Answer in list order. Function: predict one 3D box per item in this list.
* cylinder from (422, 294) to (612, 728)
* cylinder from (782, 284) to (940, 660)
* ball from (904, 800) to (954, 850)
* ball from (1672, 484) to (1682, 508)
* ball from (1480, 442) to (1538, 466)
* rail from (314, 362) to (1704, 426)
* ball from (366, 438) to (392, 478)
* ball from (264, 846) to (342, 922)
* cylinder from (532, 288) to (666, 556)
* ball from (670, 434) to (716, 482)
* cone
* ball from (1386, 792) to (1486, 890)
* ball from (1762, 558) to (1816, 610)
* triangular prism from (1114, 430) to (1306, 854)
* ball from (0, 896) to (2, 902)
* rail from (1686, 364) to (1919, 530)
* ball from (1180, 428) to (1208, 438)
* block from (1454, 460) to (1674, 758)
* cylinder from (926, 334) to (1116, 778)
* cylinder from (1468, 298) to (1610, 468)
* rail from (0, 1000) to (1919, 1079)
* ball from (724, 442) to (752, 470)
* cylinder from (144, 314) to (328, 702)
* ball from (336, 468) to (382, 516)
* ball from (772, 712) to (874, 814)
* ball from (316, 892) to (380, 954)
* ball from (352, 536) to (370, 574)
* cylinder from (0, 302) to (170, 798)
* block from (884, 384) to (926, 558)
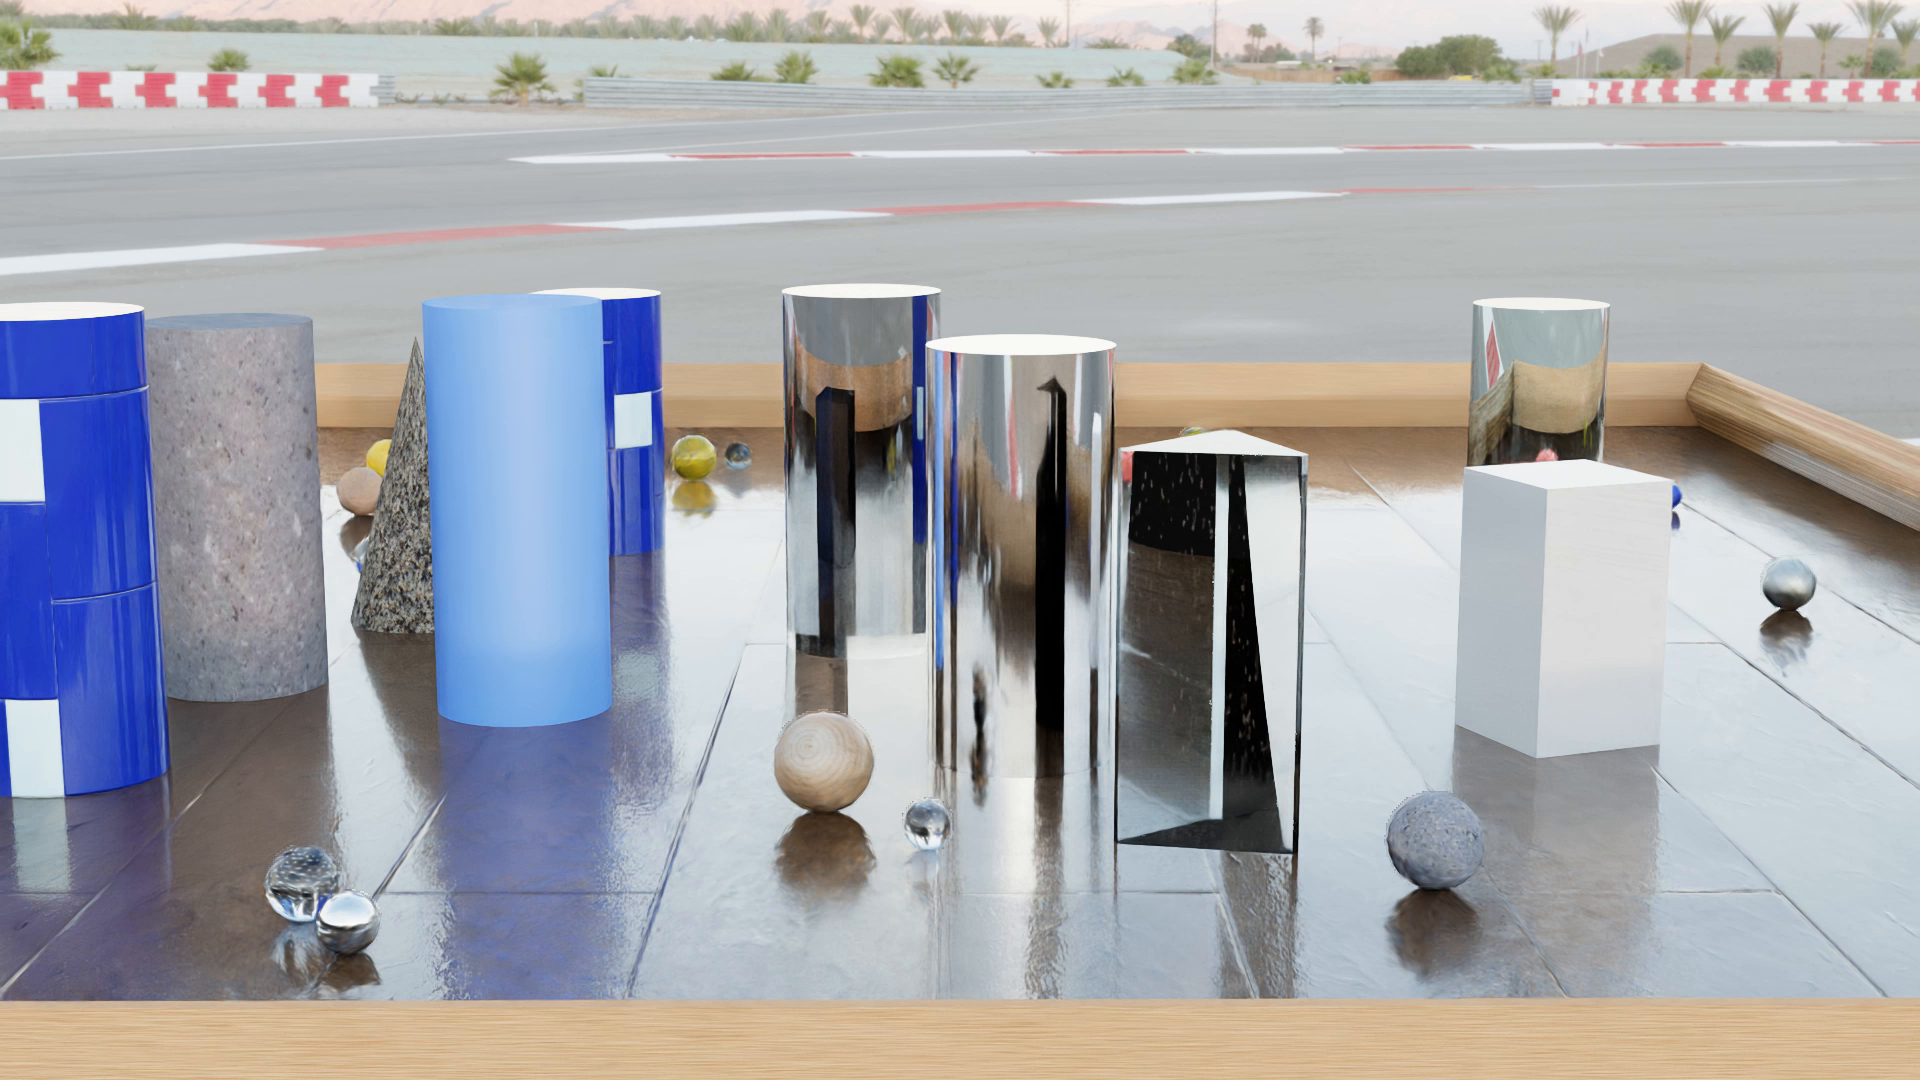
[{"bbox_3d":[-0.501,-0.038,2.917,0.199,0.466,0.199,0,10,0],"label":"cylinder"},{"bbox_3d":[-0.123,-0.091,3.244,0.199,0.449,0.199,0,10,0],"label":"cylinder"},{"bbox_3d":[-0.030,0.268,2.411,0.047,0.047,0.047,0,10,0],"label":"ball"},{"bbox_3d":[1.174,-0.073,4.257,0.046,0.046,0.046,0,10,0],"label":"ball"},{"bbox_3d":[0.929,-0.115,4.340,0.099,0.099,0.099,0,10,0],"label":"ball"},{"bbox_3d":[-0.010,-0.292,5.204,3.050,0.129,0.045,0,10,0],"label":"rail"},{"bbox_3d":[-1.000,-0.136,4.500,0.082,0.082,0.082,0,10,0],"label":"ball"},{"bbox_3d":[-0.565,0.296,2.210,0.065,0.065,0.065,0,10,0],"label":"ball"},{"bbox_3d":[-0.553,-0.183,3.918,0.199,0.386,0.199,0,10,0],"label":"cylinder"},{"bbox_3d":[-0.472,-0.145,4.550,0.082,0.082,0.082,0,10,0],"label":"ball"},{"bbox_3d":[-0.714,-0.083,3.398,0.199,0.378,0.199,0,10,0],"label":"cone"},{"bbox_3d":[0.426,0.270,2.294,0.086,0.086,0.086,0,10,0],"label":"ball"},{"bbox_3d":[1.122,0.059,3.473,0.071,0.071,0.071,0,10,0],"label":"ball"},{"bbox_3d":[0.246,0.092,2.457,0.172,0.377,0.149,2,11,12],"label":"triangular prism"},{"bbox_3d":[-0.843,0.303,2.155,0.071,0.071,0.071,0,10,0],"label":"ball"},{"bbox_3d":[1.501,0.032,3.457,0.045,0.129,3.618,0,10,0],"label":"rail"},{"bbox_3d":[0.438,-0.178,4.781,0.063,0.063,0.063,0,10,0],"label":"ball"},{"bbox_3d":[0.658,0.071,2.806,0.159,0.291,0.159,-4,11,-21],"label":"block"},{"bbox_3d":[0.063,0.012,2.713,0.199,0.440,0.199,0,10,0],"label":"cylinder"},{"bbox_3d":[0.862,-0.164,3.837,0.199,0.378,0.199,0,10,0],"label":"cylinder"},{"bbox_3d":[0.010,0.358,1.693,3.050,0.129,0.045,0,10,0],"label":"rail"},{"bbox_3d":[-0.404,-0.153,4.673,0.051,0.051,0.051,0,10,0],"label":"ball"},{"bbox_3d":[-0.858,-0.043,3.033,0.199,0.432,0.199,0,10,0],"label":"cylinder"},{"bbox_3d":[-0.980,-0.080,4.202,0.079,0.079,0.079,0,10,0],"label":"ball"},{"bbox_3d":[-0.135,0.219,2.530,0.099,0.099,0.099,0,10,0],"label":"ball"},{"bbox_3d":[-0.508,0.318,2.128,0.052,0.052,0.052,0,10,0],"label":"ball"},{"bbox_3d":[-0.797,0.024,3.498,0.060,0.060,0.060,0,10,0],"label":"ball"},{"bbox_3d":[-0.929,0.005,2.638,0.199,0.481,0.199,0,10,0],"label":"cylinder"},{"bbox_3d":[-0.026,-0.108,3.909,0.159,0.241,0.159,-1,11,-8],"label":"block"}]
